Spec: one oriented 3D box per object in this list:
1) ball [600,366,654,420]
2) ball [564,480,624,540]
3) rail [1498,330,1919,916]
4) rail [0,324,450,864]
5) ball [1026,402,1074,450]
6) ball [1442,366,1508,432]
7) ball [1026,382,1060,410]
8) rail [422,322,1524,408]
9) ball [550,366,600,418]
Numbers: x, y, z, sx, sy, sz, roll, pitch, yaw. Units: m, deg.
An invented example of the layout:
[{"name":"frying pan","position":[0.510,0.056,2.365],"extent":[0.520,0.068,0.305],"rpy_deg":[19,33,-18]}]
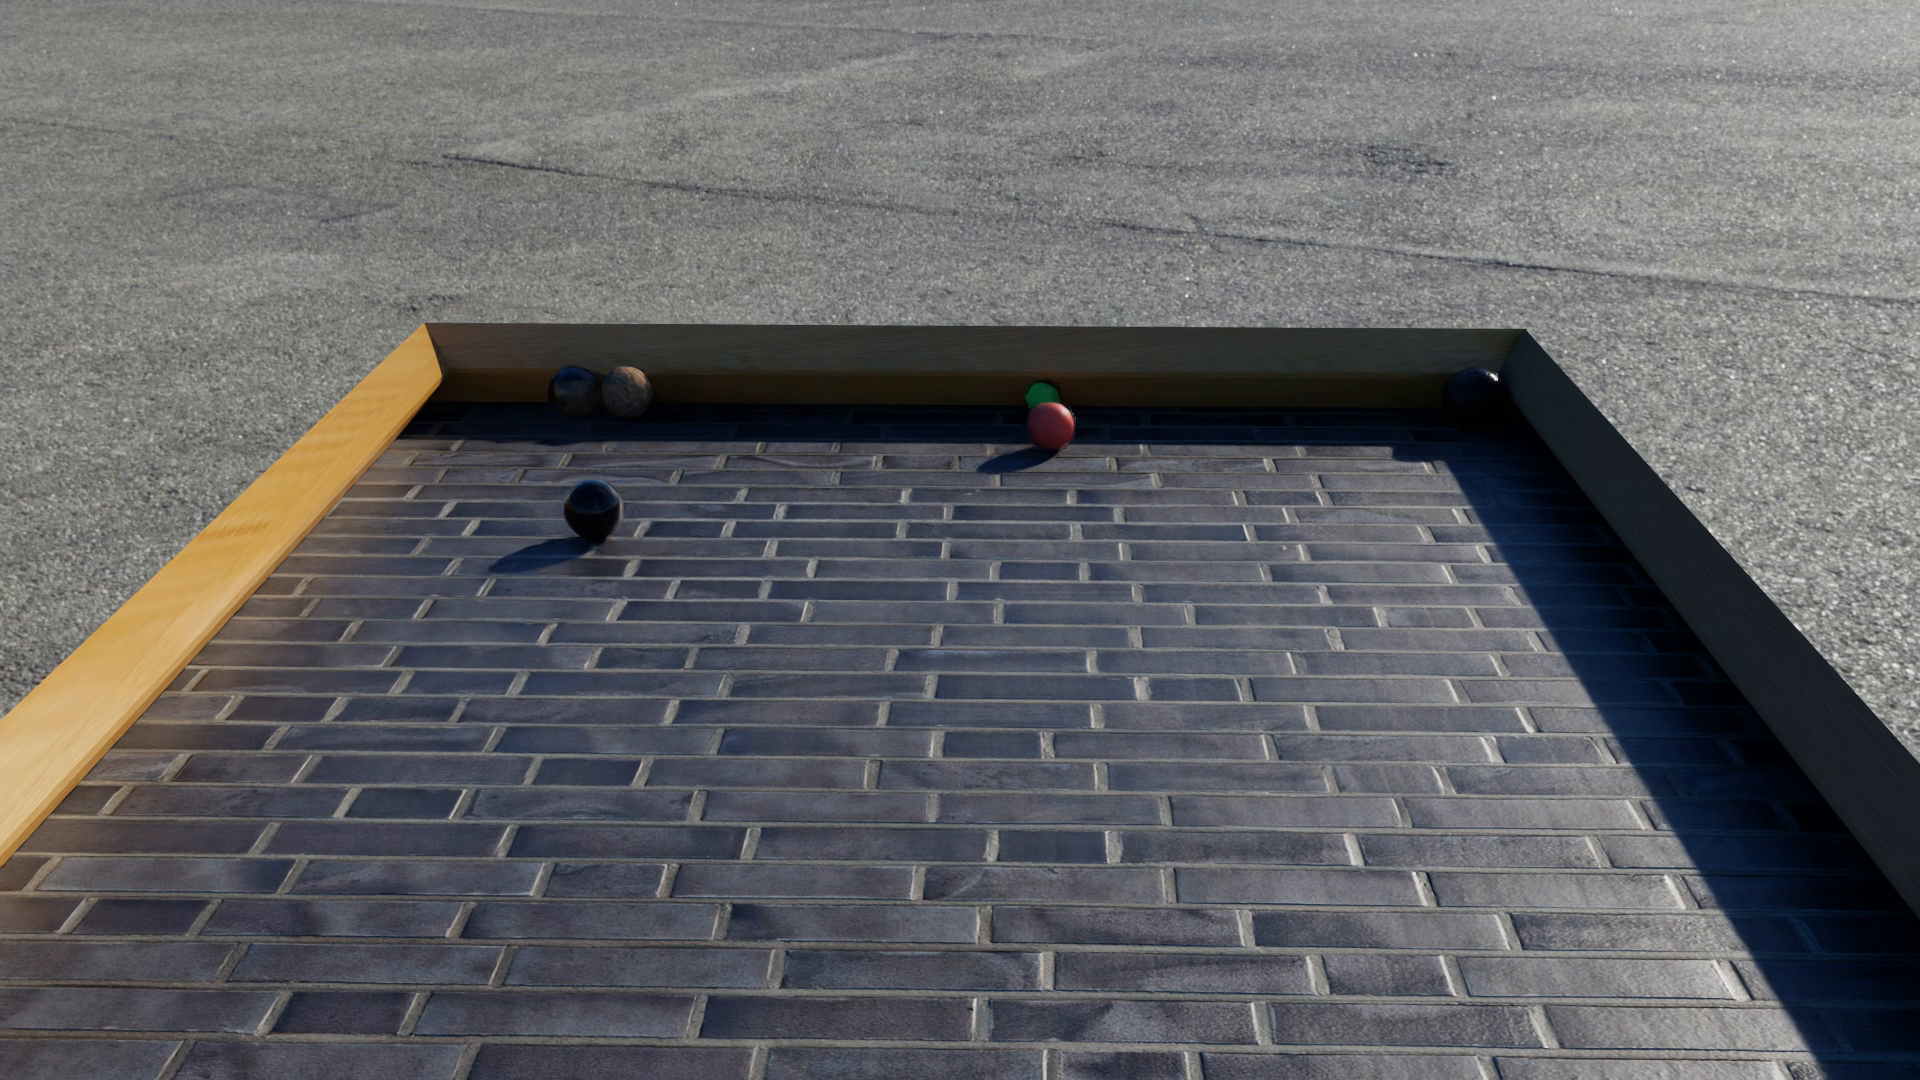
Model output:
[{"name":"ball","position":[-0.457,-0.201,3.015],"extent":[0.074,0.074,0.074],"rpy_deg":[0,19,0]},{"name":"ball","position":[-0.424,-0.035,2.549],"extent":[0.069,0.069,0.069],"rpy_deg":[0,19,0]},{"name":"rail","position":[0.728,0.206,1.793],"extent":[0.045,0.112,2.688],"rpy_deg":[0,19,1]},{"name":"rail","position":[-0.760,0.195,1.826],"extent":[0.045,0.112,2.688],"rpy_deg":[0,19,1]},{"name":"ball","position":[0.118,-0.150,2.883],"extent":[0.063,0.063,0.063],"rpy_deg":[0,19,0]},{"name":"ball","position":[0.693,-0.190,2.963],"extent":[0.086,0.086,0.086],"rpy_deg":[0,19,0]},{"name":"ball","position":[0.115,-0.195,3.038],"extent":[0.046,0.046,0.046],"rpy_deg":[0,19,0]},{"name":"rail","position":[0.015,-0.237,3.055],"extent":[1.536,0.112,0.045],"rpy_deg":[0,19,1]},{"name":"ball","position":[-0.529,-0.203,3.025],"extent":[0.071,0.071,0.071],"rpy_deg":[0,19,0]}]
